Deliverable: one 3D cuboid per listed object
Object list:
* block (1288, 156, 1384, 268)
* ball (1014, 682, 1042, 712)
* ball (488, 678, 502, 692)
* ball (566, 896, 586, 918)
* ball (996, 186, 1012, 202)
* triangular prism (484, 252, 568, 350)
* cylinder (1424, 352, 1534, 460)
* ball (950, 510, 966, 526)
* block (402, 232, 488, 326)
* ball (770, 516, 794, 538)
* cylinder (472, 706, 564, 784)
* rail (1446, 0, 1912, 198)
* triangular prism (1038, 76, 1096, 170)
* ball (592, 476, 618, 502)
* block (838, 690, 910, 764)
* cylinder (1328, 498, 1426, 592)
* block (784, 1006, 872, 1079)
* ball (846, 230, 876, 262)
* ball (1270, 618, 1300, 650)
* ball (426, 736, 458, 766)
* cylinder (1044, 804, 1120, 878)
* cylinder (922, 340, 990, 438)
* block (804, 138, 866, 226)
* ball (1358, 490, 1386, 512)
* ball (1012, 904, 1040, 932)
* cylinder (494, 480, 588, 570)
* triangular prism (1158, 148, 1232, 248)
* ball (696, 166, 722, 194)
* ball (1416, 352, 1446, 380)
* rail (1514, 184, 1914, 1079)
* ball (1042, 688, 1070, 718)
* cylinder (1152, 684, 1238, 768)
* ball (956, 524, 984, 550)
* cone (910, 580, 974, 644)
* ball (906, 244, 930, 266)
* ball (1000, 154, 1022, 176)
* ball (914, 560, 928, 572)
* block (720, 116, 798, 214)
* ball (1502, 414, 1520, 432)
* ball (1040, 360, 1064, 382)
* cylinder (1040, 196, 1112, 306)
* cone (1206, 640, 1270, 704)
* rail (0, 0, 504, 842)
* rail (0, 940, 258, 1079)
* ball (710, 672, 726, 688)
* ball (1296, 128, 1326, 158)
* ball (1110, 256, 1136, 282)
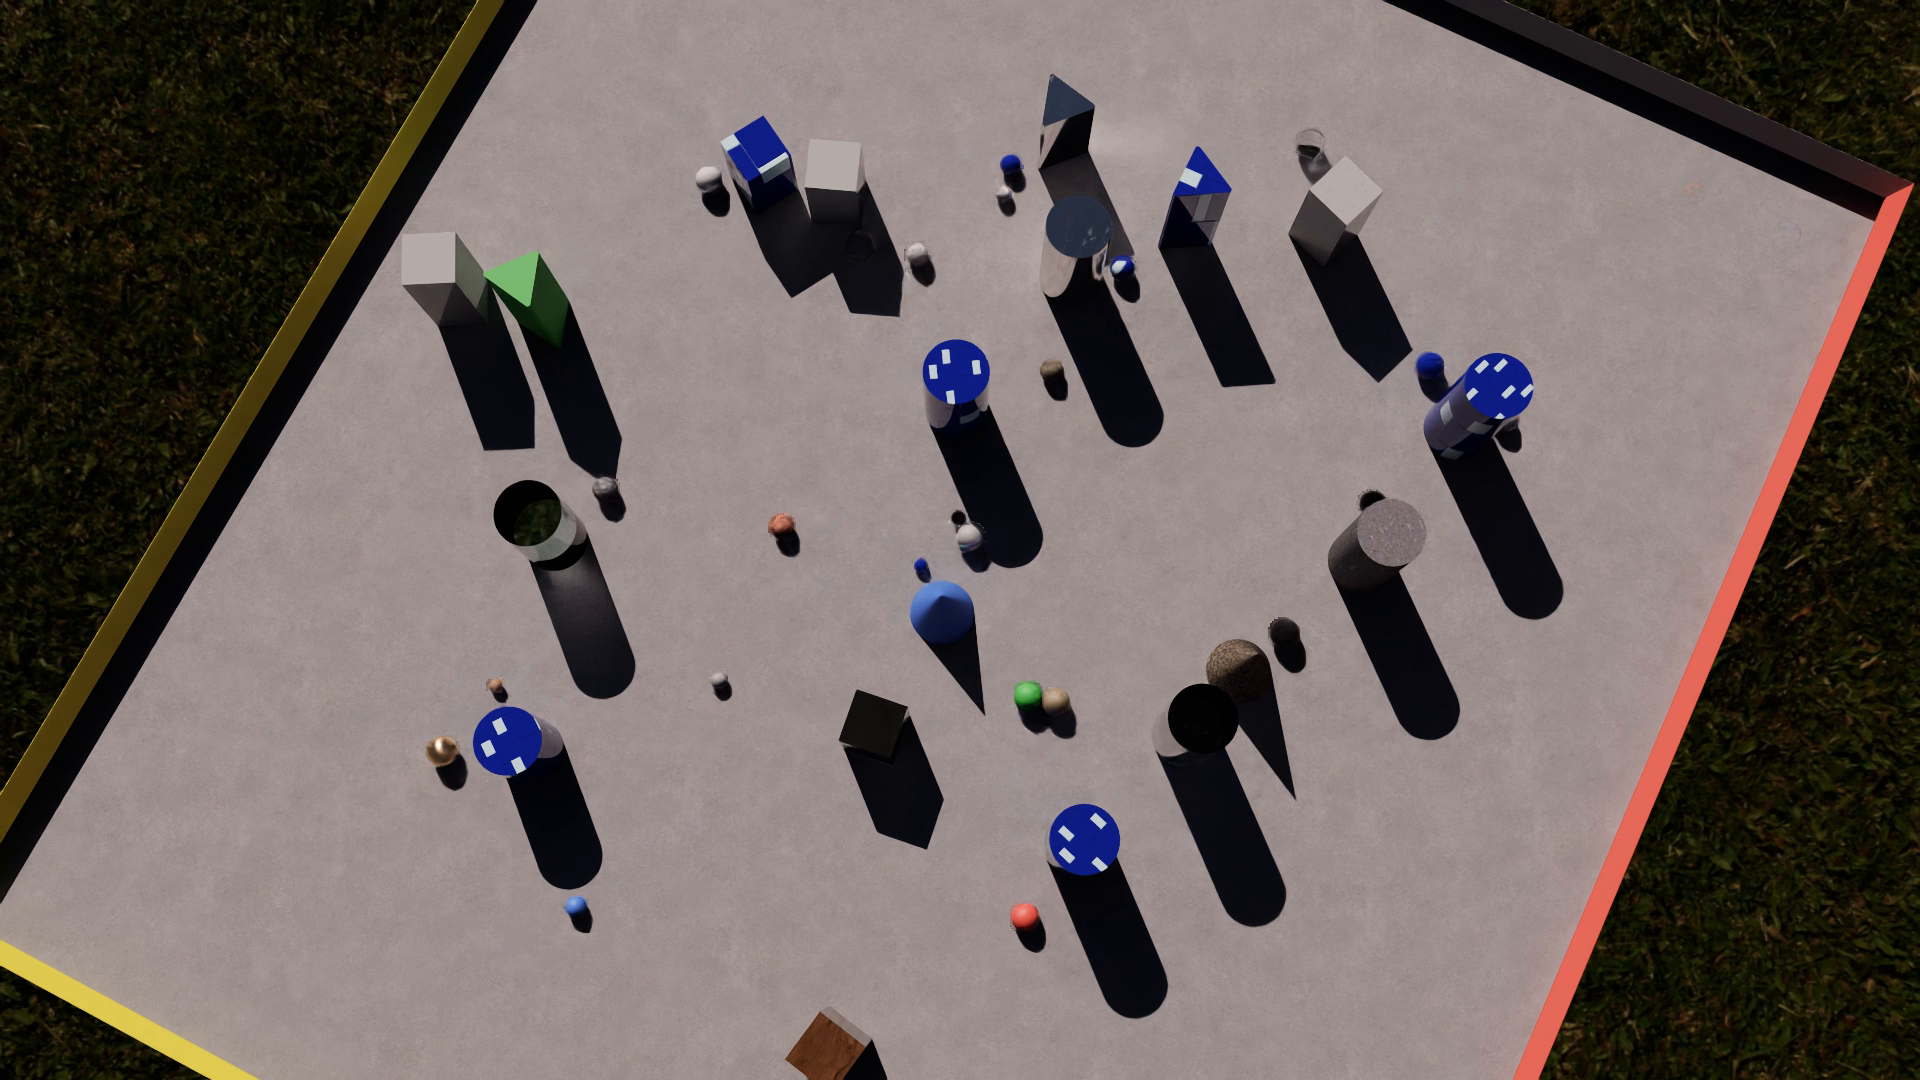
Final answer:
[{"bbox_3d":[1.152,-1.006,5.641,0.157,0.360,0.157,-43,81,-8],"label":"block"},{"bbox_3d":[0.203,0.468,5.476,0.086,0.086,0.086,0,78,0],"label":"ball"},{"bbox_3d":[-1.394,0.438,5.505,0.042,0.042,0.042,0,78,0],"label":"ball"},{"bbox_3d":[-1.124,1.074,5.363,0.062,0.062,0.062,0,78,0],"label":"ball"},{"bbox_3d":[0.140,-1.098,5.817,0.053,0.053,0.053,0,78,0],"label":"ball"},{"bbox_3d":[-1.279,-0.743,5.554,0.170,0.424,0.147,35,80,7],"label":"triangular prism"},{"bbox_3d":[1.536,-0.391,5.455,0.196,0.475,0.196,0,78,0],"label":"cylinder"},{"bbox_3d":[-0.006,-0.066,5.607,0.046,0.046,0.046,0,78,0],"label":"ball"},{"bbox_3d":[-1.565,-0.791,5.584,0.157,0.384,0.157,-3,78,-1],"label":"block"},{"bbox_3d":[-0.543,-0.040,5.588,0.072,0.072,0.072,0,78,0],"label":"ball"},{"bbox_3d":[-1.283,0.600,5.341,0.196,0.297,0.196,0,78,0],"label":"cylinder"},{"bbox_3d":[1.037,-2.024,5.969,4.317,0.127,0.045,26,80,5],"label":"rail"},{"bbox_3d":[0.305,-1.316,5.721,0.170,0.330,0.147,-21,79,-4],"label":"triangular prism"},{"bbox_3d":[-1.086,-0.155,5.610,0.077,0.077,0.077,0,78,0],"label":"ball"},{"bbox_3d":[-0.249,0.551,5.381,0.157,0.238,0.157,18,79,4],"label":"block"},{"bbox_3d":[1.222,0.022,5.394,0.196,0.426,0.196,0,78,0],"label":"cylinder"},{"bbox_3d":[-0.365,1.426,5.138,0.157,0.359,0.157,36,81,7],"label":"block"},{"bbox_3d":[-0.312,-0.923,5.758,0.098,0.098,0.098,0,78,0],"label":"ball"},{"bbox_3d":[0.979,0.282,5.511,0.092,0.092,0.092,0,78,0],"label":"ball"},{"bbox_3d":[-1.538,0.628,5.441,0.090,0.090,0.090,0,78,0],"label":"ball"},{"bbox_3d":[0.344,0.865,5.243,0.196,0.381,0.196,0,78,0],"label":"cylinder"},{"bbox_3d":[-0.011,-0.450,5.511,0.196,0.389,0.196,0,78,0],"label":"cylinder"},{"bbox_3d":[-0.385,-1.108,5.700,0.157,0.287,0.157,5,78,1],"label":"block"},{"bbox_3d":[1.262,-0.109,5.595,0.085,0.085,0.085,0,78,0],"label":"ball"},{"bbox_3d":[0.190,1.101,5.347,0.082,0.082,0.082,0,78,0],"label":"ball"},{"bbox_3d":[-1.240,-0.039,5.434,0.196,0.373,0.196,0,78,0],"label":"cylinder"},{"bbox_3d":[0.708,-1.048,5.612,0.170,0.434,0.147,-4,78,-1],"label":"triangular prism"},{"bbox_3d":[-0.795,-1.141,5.808,0.087,0.087,0.087,0,78,0],"label":"ball"},{"bbox_3d":[1.459,-0.539,5.684,0.088,0.088,0.088,0,78,0],"label":"ball"},{"bbox_3d":[1.909,0.942,5.356,0.045,0.127,4.684,26,80,5],"label":"rail"},{"bbox_3d":[0.287,0.486,5.472,0.086,0.086,0.086,0,78,0],"label":"ball"},{"bbox_3d":[0.672,0.539,5.279,0.196,0.443,0.196,0,78,0],"label":"cylinder"},{"bbox_3d":[0.030,-0.008,5.576,0.083,0.083,0.083,0,78,0],"label":"ball"},{"bbox_3d":[-0.054,0.190,5.424,0.196,0.300,0.196,0,78,0],"label":"cone"},{"bbox_3d":[-0.132,-0.897,5.765,0.072,0.072,0.072,0,78,0],"label":"ball"},{"bbox_3d":[0.161,-1.194,5.830,0.067,0.067,0.067,0,78,0],"label":"ball"},{"bbox_3d":[-0.119,0.079,5.579,0.042,0.042,0.042,0,78,0],"label":"ball"},{"bbox_3d":[-0.624,-1.168,5.723,0.157,0.265,0.157,-33,80,-6],"label":"block"},{"bbox_3d":[1.684,-0.375,5.654,0.079,0.079,0.079,0,78,0],"label":"ball"},{"bbox_3d":[0.286,-0.525,5.689,0.071,0.071,0.071,0,78,0],"label":"ball"},{"bbox_3d":[0.348,-0.873,5.576,0.196,0.434,0.196,0,78,0],"label":"cylinder"},{"bbox_3d":[0.841,0.359,5.352,0.196,0.373,0.196,0,78,0],"label":"cone"},{"bbox_3d":[-1.909,-0.928,5.743,0.045,0.127,4.684,26,80,5],"label":"rail"},{"bbox_3d":[-1.037,2.037,5.129,4.317,0.127,0.045,26,80,5],"label":"rail"},{"bbox_3d":[-0.725,0.421,5.504,0.049,0.049,0.049,0,78,0],"label":"ball"},{"bbox_3d":[1.114,-1.261,5.830,0.093,0.093,0.093,0,78,0],"label":"ball"},{"bbox_3d":[0.511,-0.850,5.753,0.078,0.078,0.078,0,78,0],"label":"ball"}]
